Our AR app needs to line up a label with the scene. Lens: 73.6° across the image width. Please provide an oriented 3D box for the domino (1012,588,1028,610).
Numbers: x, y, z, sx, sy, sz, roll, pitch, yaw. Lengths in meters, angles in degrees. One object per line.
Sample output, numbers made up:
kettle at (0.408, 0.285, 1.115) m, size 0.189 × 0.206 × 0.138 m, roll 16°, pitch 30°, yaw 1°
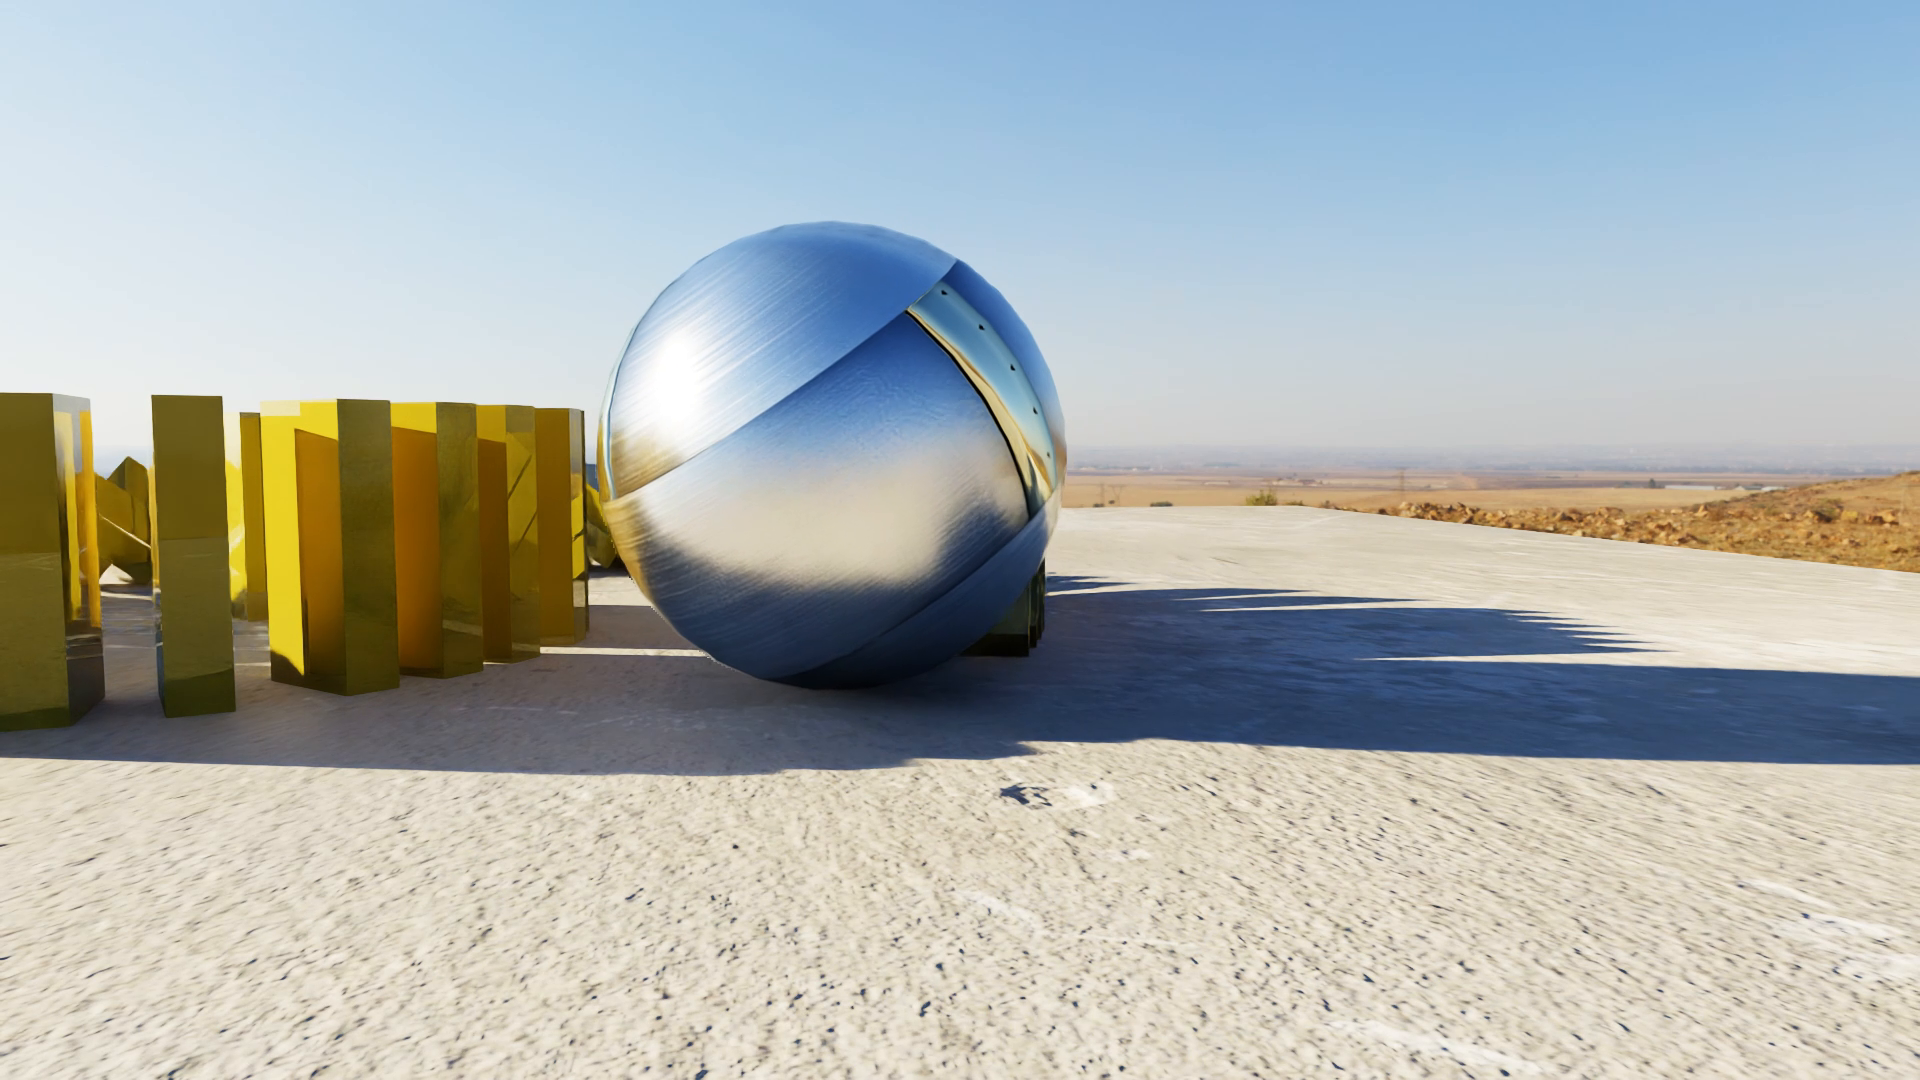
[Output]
domino at (0.008, -0.003, 0.345) m, size 0.025 × 0.009 × 0.050 m, roll 6°, pitch 41°, yaw 5°

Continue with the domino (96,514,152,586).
domino at (-0.265, -0.006, 0.380) m, size 0.025 × 0.009 × 0.050 m, roll 4°, pitch -34°, yaw 41°

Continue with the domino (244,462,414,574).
domino at (-0.209, -0.008, 0.428) m, size 0.050 × 0.010 × 0.025 m, roll 35°, pitch -5°, yaw -14°

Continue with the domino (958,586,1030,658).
domino at (0.002, 0.000, 0.267) m, size 0.025 × 0.050 × 0.009 m, roll 0°, pitch -33°, yaw 4°

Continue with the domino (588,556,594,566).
domino at (-0.150, -0.007, 0.441) m, size 0.050 × 0.010 × 0.025 m, roll 31°, pitch 7°, yaw 3°

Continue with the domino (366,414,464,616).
domino at (-0.140, -0.007, 0.330) m, size 0.009 × 0.050 × 0.025 m, roll 1°, pitch 4°, yaw 10°

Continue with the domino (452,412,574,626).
domino at (-0.107, -0.006, 0.309) m, size 0.025 × 0.050 × 0.009 m, roll -3°, pitch 5°, yaw -34°

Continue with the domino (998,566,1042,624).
domino at (0.007, -0.004, 0.314) m, size 0.025 × 0.050 × 0.009 m, roll 0°, pitch -33°, yaw 2°

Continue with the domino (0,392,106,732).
domino at (-0.143, 0.002, 0.201) m, size 0.009 × 0.050 × 0.025 m, roll -2°, pitch 5°, yaw -23°

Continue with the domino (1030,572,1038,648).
domino at (0.004, -0.001, 0.278) m, size 0.025 × 0.050 × 0.010 m, roll 0°, pitch -33°, yaw 4°

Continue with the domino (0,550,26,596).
domino at (-0.282, -0.006, 0.348) m, size 0.025 × 0.050 × 0.010 m, roll 2°, pitch 45°, yaw 29°

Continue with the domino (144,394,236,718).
domino at (-0.126, 0.002, 0.210) m, size 0.010 × 0.050 × 0.025 m, roll -3°, pitch 5°, yaw -34°

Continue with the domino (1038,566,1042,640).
domino at (0.006, -0.002, 0.290) m, size 0.025 × 0.050 × 0.010 m, roll 0°, pitch -33°, yaw 4°

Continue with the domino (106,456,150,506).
domino at (-0.243, -0.007, 0.407) m, size 0.050 × 0.009 × 0.025 m, roll 41°, pitch -20°, yaw -28°

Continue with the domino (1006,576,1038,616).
domino at (0.007, -0.005, 0.326) m, size 0.025 × 0.050 × 0.010 m, roll 0°, pitch -33°, yaw 2°

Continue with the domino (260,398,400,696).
domino at (-0.111, 0.001, 0.225) m, size 0.025 × 0.050 × 0.010 m, roll 3°, pitch 5°, yaw 35°

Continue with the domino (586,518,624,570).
domino at (-0.133, -0.009, 0.440) m, size 0.050 × 0.009 × 0.025 m, roll 35°, pitch 7°, yaw 7°

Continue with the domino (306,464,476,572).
domino at (-0.191, -0.008, 0.434) m, size 0.050 × 0.010 × 0.025 m, roll 33°, pitch 0°, yaw -8°

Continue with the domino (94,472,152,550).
domino at (-0.254, -0.006, 0.394) m, size 0.025 × 0.009 × 0.050 m, roll 5°, pitch -32°, yaw 48°

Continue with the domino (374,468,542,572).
domino at (-0.171, -0.007, 0.438) m, size 0.050 × 0.009 × 0.025 m, roll 31°, pitch 2°, yaw -4°

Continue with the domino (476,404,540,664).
domino at (-0.097, -0.002, 0.254) m, size 0.025 × 0.050 × 0.010 m, roll 1°, pitch 4°, yaw 16°

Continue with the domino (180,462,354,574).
domino at (-0.226, -0.007, 0.420) m, size 0.050 × 0.009 × 0.025 m, roll 35°, pitch -8°, yaw -19°

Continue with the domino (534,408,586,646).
domino at (-0.094, -0.003, 0.274) m, size 0.025 × 0.050 × 0.010 m, roll 0°, pitch 4°, yaw -2°

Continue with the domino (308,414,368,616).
domino at (-0.160, -0.007, 0.330) m, size 0.009 × 0.050 × 0.025 m, roll -2°, pitch 5°, yaw -20°

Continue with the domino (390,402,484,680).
domino at (-0.103, 0.000, 0.240) m, size 0.025 × 0.050 × 0.009 m, roll 2°, pitch 5°, yaw 24°

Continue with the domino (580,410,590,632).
domino at (-0.098, -0.004, 0.290) m, size 0.025 × 0.050 × 0.010 m, roll -1°, pitch 5°, yaw -19°

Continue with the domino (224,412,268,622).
domino at (-0.176, -0.006, 0.318) m, size 0.025 × 0.050 × 0.010 m, roll 4°, pitch 6°, yaw 44°

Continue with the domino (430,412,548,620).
domino at (-0.117, -0.007, 0.321) m, size 0.010 × 0.050 × 0.025 m, roll 3°, pitch 6°, yaw 39°

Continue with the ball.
ball at (-0.021, -0.014, 0.222) m, size 0.080 × 0.080 × 0.080 m, roll 0°, pitch 4°, yaw 0°

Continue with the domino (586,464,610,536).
domino at (-0.114, -0.009, 0.438) m, size 0.050 × 0.010 × 0.025 m, roll 36°, pitch 11°, yaw 15°

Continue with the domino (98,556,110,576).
domino at (-0.273, -0.005, 0.367) m, size 0.025 × 0.009 × 0.050 m, roll 3°, pitch -35°, yaw 38°

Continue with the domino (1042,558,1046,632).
domino at (0.008, -0.003, 0.302) m, size 0.025 × 0.050 × 0.010 m, roll 0°, pitch -33°, yaw 4°
